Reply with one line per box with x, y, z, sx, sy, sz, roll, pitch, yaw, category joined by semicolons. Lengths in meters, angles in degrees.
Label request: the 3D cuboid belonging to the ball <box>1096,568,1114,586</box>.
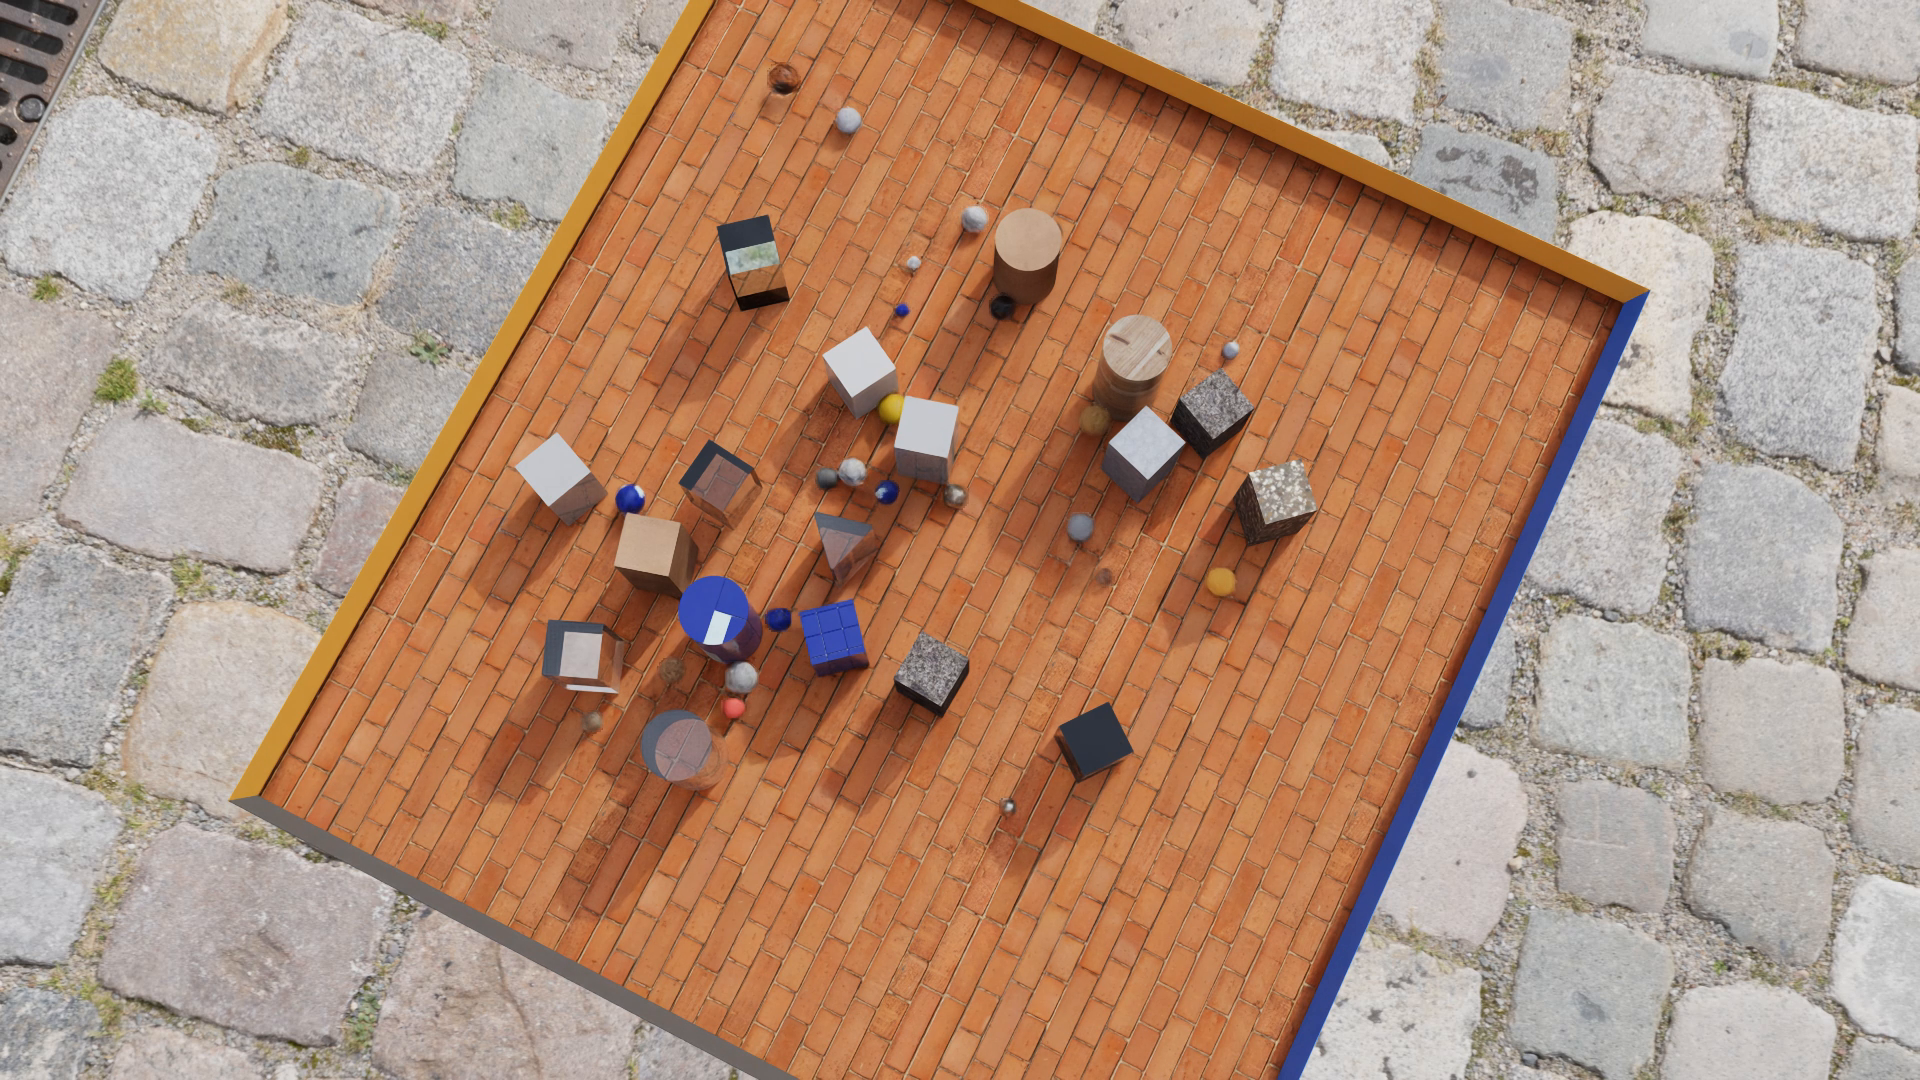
0.440;0.112;5.567;0.052;0.052;0.052;0;78;0;ball

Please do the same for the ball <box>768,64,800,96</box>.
-0.564;-1.475;5.871;0.099;0.099;0.099;0;78;0;ball

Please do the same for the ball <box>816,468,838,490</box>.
-0.406;-0.189;5.621;0.068;0.068;0.068;0;78;0;ball

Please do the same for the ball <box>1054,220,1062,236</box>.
0.282;-0.969;5.774;0.084;0.084;0.084;0;78;0;ball

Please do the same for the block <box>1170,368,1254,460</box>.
0.764;-0.382;5.569;0.159;0.249;0.159;-37;81;-7;block

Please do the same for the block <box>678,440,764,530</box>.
-0.716;-0.163;5.513;0.159;0.269;0.159;33;80;6;block

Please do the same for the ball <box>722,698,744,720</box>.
-0.677;0.503;5.479;0.065;0.065;0.065;0;78;0;ball

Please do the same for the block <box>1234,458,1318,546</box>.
0.938;-0.108;5.473;0.159;0.325;0.159;-15;79;-3;block

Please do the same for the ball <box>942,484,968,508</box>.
-0.016;-0.134;5.605;0.076;0.076;0.076;0;78;0;ball

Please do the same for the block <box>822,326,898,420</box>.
-0.301;-0.507;5.593;0.159;0.251;0.159;-34;80;-7;block

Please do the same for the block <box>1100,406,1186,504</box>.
0.547;-0.253;5.508;0.159;0.315;0.159;44;82;8;block

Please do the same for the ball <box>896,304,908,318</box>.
-0.182;-0.718;5.744;0.041;0.041;0.041;0;78;0;ball

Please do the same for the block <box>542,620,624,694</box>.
-1.100;0.344;5.371;0.159;0.342;0.159;4;78;1;block

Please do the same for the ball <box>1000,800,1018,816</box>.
0.145;0.792;5.428;0.048;0.048;0.048;0;78;0;ball

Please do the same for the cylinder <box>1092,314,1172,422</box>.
0.512;-0.509;5.496;0.199;0.443;0.199;0;78;0;cylinder

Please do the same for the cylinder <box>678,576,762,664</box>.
-0.697;0.238;5.370;0.199;0.387;0.199;0;78;0;cylinder

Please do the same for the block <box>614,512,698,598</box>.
-0.892;0.050;5.414;0.159;0.376;0.159;11;79;2;block

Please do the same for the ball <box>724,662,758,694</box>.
-0.655;0.412;5.481;0.098;0.098;0.098;0;78;0;ball

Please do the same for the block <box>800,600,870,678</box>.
-0.368;0.293;5.417;0.159;0.272;0.159;-14;79;-3;block

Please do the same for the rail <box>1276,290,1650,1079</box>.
1.370;0.677;5.409;0.045;0.129;3.302;26;80;5;rail

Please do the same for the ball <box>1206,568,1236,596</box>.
0.791;0.127;5.545;0.088;0.088;0.088;0;78;0;ball

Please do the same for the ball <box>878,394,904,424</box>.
-0.205;-0.404;5.650;0.097;0.097;0.097;0;78;0;ball

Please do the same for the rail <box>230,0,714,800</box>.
-1.370;-0.664;5.687;0.045;0.129;3.302;26;80;5;rail

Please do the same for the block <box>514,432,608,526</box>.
-1.194;-0.179;5.511;0.159;0.279;0.159;-41;81;-8;block

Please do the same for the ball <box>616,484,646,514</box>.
-1.006;-0.123;5.595;0.092;0.092;0.092;0;78;0;ball

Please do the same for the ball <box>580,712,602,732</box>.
-1.102;0.543;5.472;0.063;0.063;0.063;0;78;0;ball

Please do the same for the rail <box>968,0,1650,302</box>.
0.728;-1.418;5.843;3.110;0.129;0.045;26;80;5;rail

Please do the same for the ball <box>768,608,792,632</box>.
-0.544;0.239;5.530;0.072;0.072;0.072;0;78;0;ball

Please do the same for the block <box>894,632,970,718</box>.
-0.082;0.397;5.377;0.159;0.307;0.159;30;80;6;block

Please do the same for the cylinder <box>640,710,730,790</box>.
-0.789;0.610;5.289;0.199;0.395;0.199;0;78;0;cylinder

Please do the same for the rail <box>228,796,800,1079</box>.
-0.728;1.432;5.253;3.110;0.129;0.045;26;80;5;rail

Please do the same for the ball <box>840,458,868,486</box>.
-0.327;-0.207;5.616;0.086;0.086;0.086;0;78;0;ball

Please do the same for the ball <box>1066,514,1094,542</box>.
0.365;-0.037;5.581;0.086;0.086;0.086;0;78;0;ball

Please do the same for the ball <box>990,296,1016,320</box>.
0.136;-0.725;5.725;0.080;0.080;0.080;0;78;0;ball

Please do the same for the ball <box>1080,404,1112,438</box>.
0.415;-0.366;5.634;0.098;0.098;0.098;0;78;0;ball

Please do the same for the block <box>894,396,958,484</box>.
-0.098;-0.296;5.505;0.159;0.339;0.159;12;79;2;block

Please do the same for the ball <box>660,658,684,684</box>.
-0.863;0.394;5.497;0.074;0.074;0.074;0;78;0;ball

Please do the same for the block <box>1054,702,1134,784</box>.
0.387;0.594;5.345;0.159;0.291;0.159;-26;79;-5;block

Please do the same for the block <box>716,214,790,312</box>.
-0.631;-0.846;5.622;0.159;0.332;0.159;-13;79;-3;block

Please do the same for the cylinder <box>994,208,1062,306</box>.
0.204;-0.868;5.637;0.199;0.312;0.199;0;78;0;cylinder

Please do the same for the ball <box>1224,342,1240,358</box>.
0.846;-0.593;5.714;0.051;0.051;0.051;0;78;0;ball

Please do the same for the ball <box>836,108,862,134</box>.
-0.356;-1.341;5.852;0.082;0.082;0.082;0;78;0;ball

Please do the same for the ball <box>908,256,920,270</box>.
-0.145;-0.874;5.776;0.042;0.042;0.042;0;78;0;ball

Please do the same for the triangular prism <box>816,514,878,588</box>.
-0.365;0.005;5.450;0.149;0.325;0.172;43;81;8;triangular prism

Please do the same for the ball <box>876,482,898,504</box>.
-0.224;-0.144;5.610;0.071;0.071;0.071;0;78;0;ball

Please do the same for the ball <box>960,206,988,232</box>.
0.044;-1.013;5.784;0.084;0.084;0.084;0;78;0;ball
